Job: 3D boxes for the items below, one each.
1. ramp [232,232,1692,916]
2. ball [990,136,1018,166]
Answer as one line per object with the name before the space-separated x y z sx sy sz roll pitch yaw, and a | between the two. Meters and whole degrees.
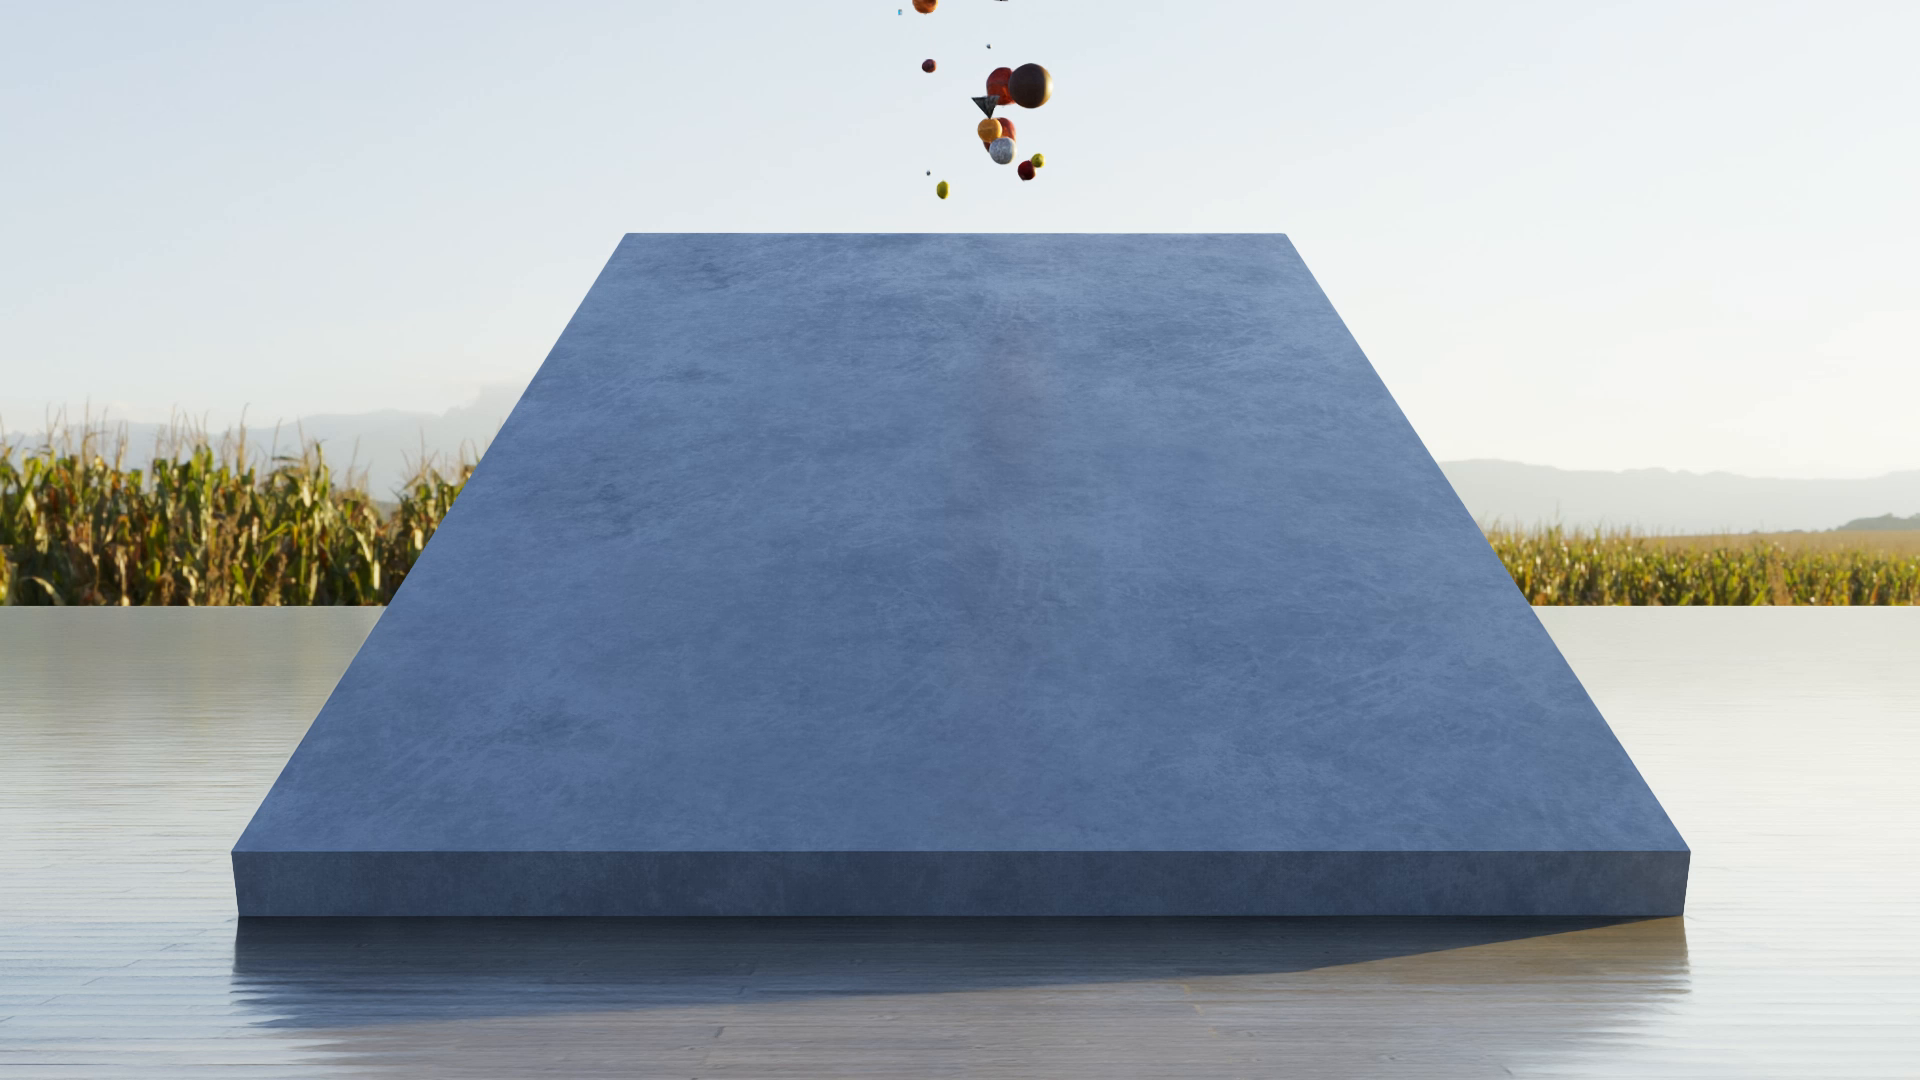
ramp | -0.005 -0.205 4.999 2.000 0.100 4.000 0 20 0
ball | 0.126 -1.126 6.551 0.082 0.082 0.082 0 -2 0
